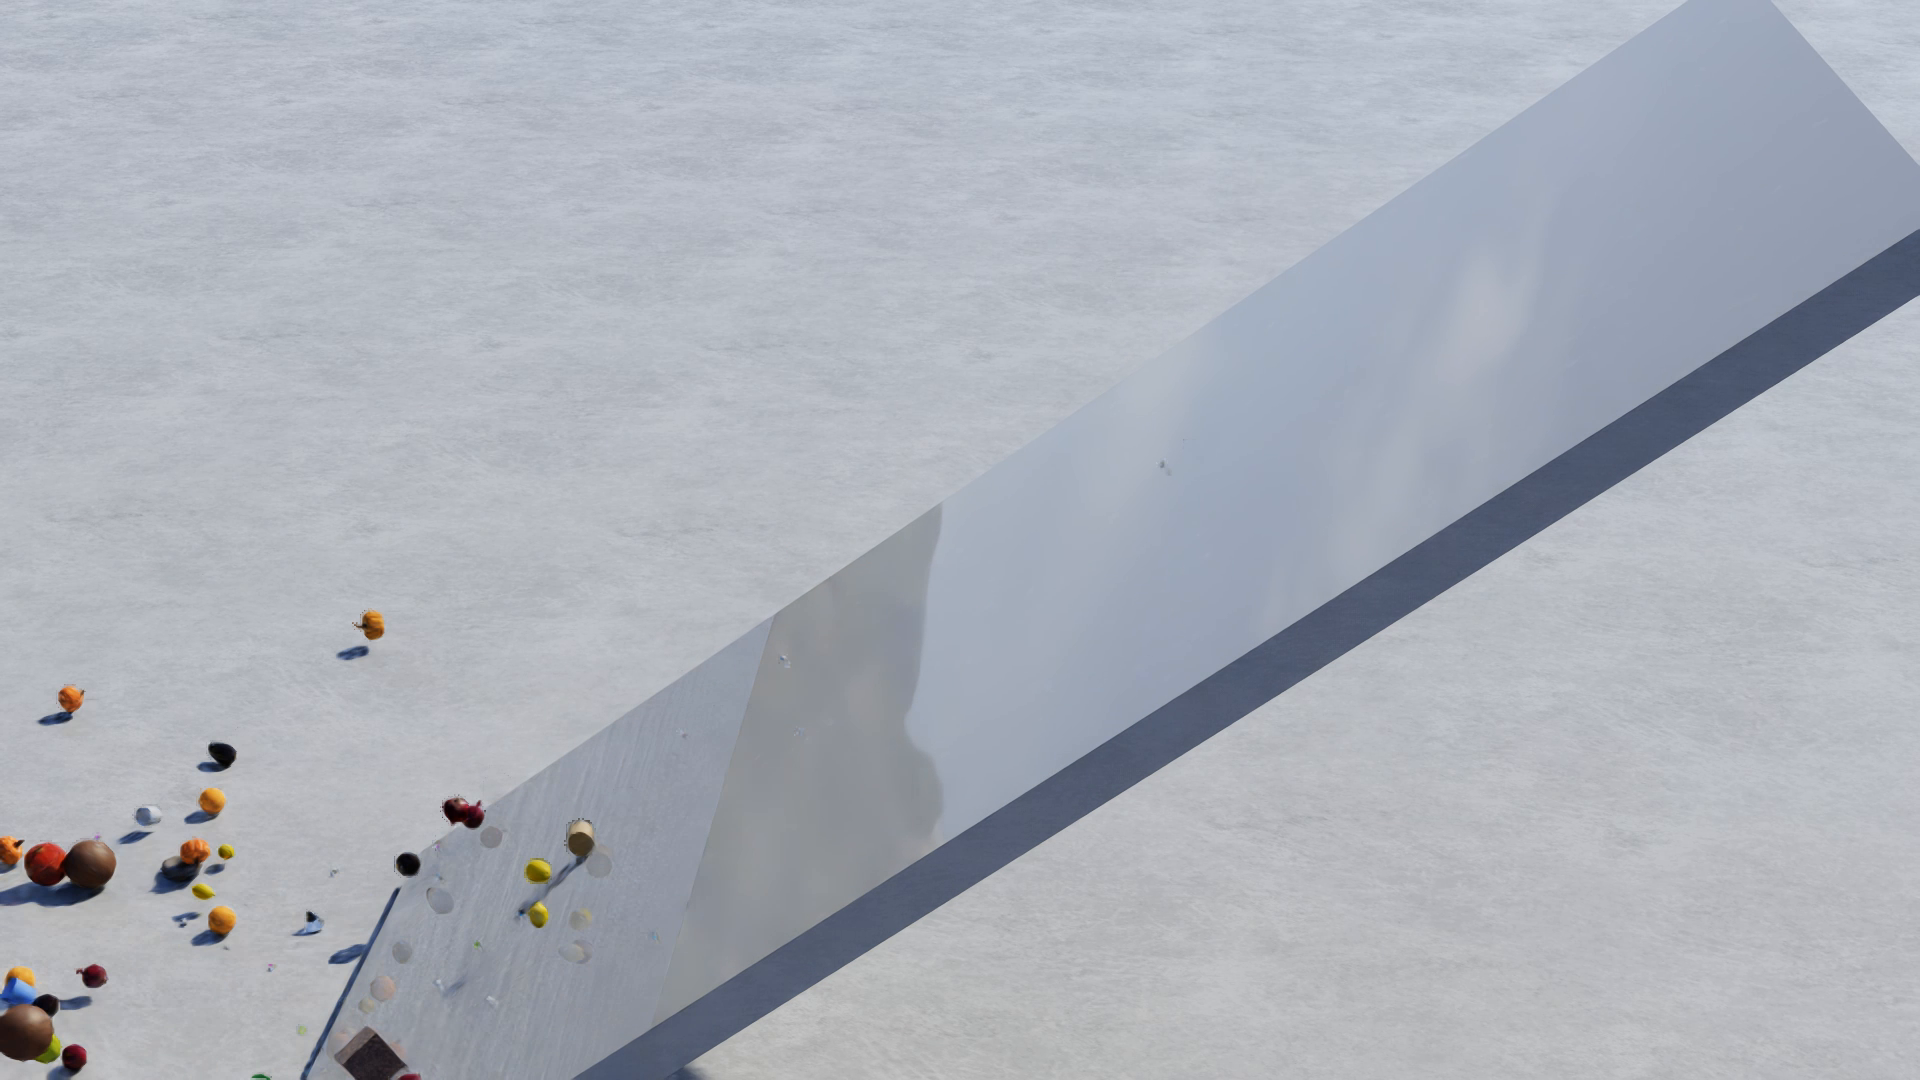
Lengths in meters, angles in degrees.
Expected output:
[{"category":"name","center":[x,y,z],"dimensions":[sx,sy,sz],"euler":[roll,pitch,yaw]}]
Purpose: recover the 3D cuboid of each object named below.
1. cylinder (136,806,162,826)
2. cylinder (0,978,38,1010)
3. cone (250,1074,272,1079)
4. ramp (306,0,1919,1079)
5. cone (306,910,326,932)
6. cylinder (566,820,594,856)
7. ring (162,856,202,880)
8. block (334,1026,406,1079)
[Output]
[{"category":"cylinder","center":[-2.218,0.754,8.039],"dimensions":[0.050,0.050,0.050],"euler":[7,-1,16]},{"category":"cylinder","center":[-2.289,1.104,7.154],"dimensions":[0.060,0.060,0.060],"euler":[39,4,-28]},{"category":"cone","center":[-1.605,1.274,6.842],"dimensions":[0.077,0.077,0.077],"euler":[8,3,20]},{"category":"ramp","center":[0.131,0.177,6.317],"dimensions":[4.000,0.100,2.000],"euler":[-34,16,16]},{"category":"cone","center":[-1.665,0.970,7.554],"dimensions":[0.052,0.052,0.052],"euler":[-16,28,9]},{"category":"cylinder","center":[-0.876,0.689,6.793],"dimensions":[0.060,0.060,0.060],"euler":[-4,31,-10]},{"category":"ring","center":[-2.074,0.872,7.836],"dimensions":[0.104,0.035,0.104],"euler":[1,21,-1]},{"category":"block","center":[-1.285,1.133,6.397],"dimensions":[0.098,0.098,0.098],"euler":[-43,16,-17]}]
